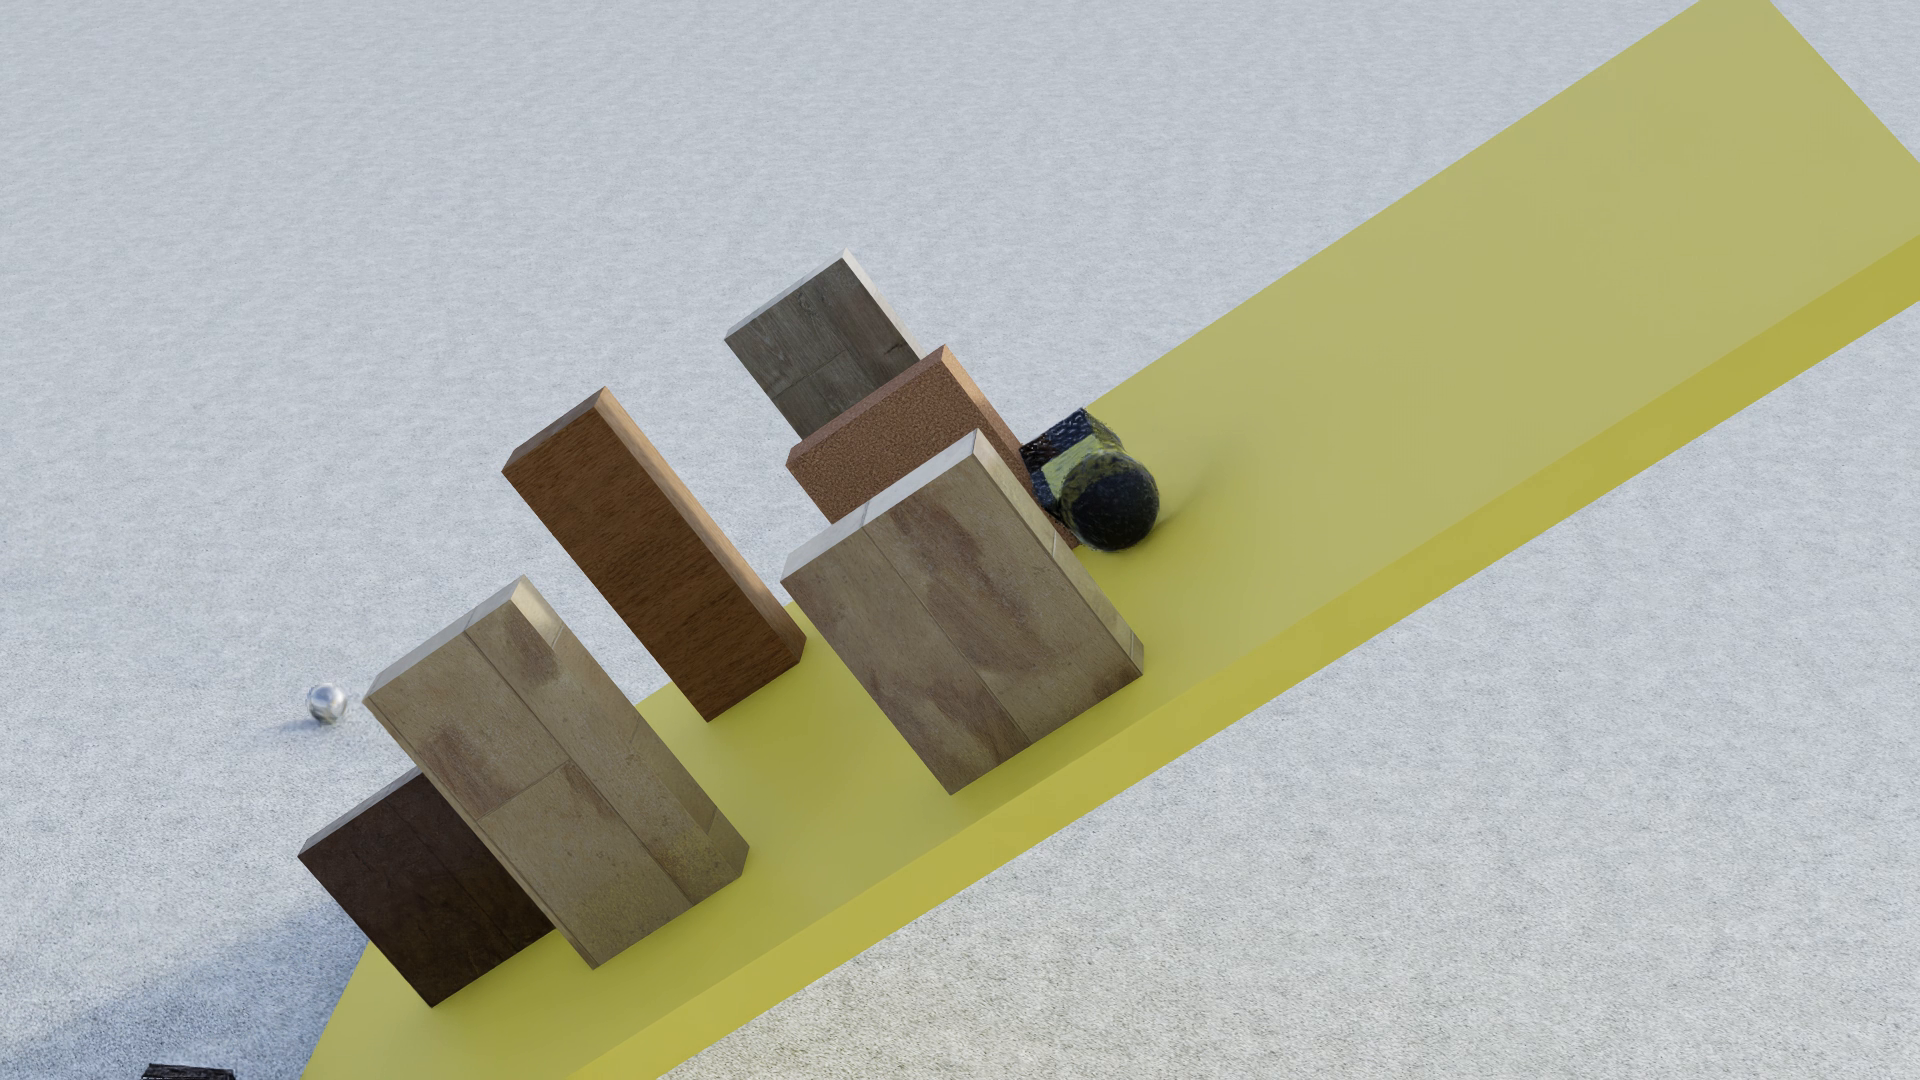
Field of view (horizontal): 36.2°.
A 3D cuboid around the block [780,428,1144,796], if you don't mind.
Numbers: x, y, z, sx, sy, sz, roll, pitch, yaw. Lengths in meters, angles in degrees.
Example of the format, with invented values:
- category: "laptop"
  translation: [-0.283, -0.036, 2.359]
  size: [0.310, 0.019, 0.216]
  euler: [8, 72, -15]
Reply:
- category: "block"
  translation: [0.007, 0.139, 5.504]
  size: [0.444, 0.534, 0.136]
  euler: [-33, 16, 16]

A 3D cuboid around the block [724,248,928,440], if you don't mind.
- category: "block"
  translation: [-0.200, -0.305, 6.928]
  size: [0.347, 0.702, 0.084]
  euler: [-33, 16, 16]

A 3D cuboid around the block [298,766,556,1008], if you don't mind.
- category: "block"
  translation: [-1.149, 0.746, 6.470]
  size: [0.402, 0.460, 0.082]
  euler: [-33, 16, 16]

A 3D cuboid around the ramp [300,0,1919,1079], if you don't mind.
- category: "ramp"
  translation: [0.132, 0.176, 6.313]
  size: [4.000, 0.100, 2.000]
  euler: [-33, 16, 16]

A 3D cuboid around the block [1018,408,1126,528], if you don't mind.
- category: "block"
  translation: [0.262, -0.143, 6.310]
  size: [0.168, 0.168, 0.168]
  euler: [-33, 53, 17]

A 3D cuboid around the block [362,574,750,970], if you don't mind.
- category: "block"
  translation: [-0.814, 0.477, 5.969]
  size: [0.390, 0.741, 0.130]
  euler: [-33, 16, 16]

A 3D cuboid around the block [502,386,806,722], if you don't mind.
- category: "block"
  translation: [-0.715, 0.038, 6.940]
  size: [0.279, 0.780, 0.148]
  euler: [-33, 16, 16]

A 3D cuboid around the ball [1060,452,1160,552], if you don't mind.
- category: "ball"
  translation: [0.310, -0.080, 6.080]
  size: [0.205, 0.205, 0.205]
  euler: [0, 22, 0]

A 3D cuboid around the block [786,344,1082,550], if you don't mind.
- category: "block"
  translation: [-0.054, -0.096, 6.363]
  size: [0.417, 0.509, 0.109]
  euler: [-33, 16, 16]

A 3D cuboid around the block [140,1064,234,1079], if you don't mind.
- category: "block"
  translation: [-1.729, 1.302, 6.528]
  size: [0.190, 0.190, 0.190]
  euler: [4, 22, 3]

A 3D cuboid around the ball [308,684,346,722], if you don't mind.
- category: "ball"
  translation: [-1.865, 0.482, 8.675]
  size: [0.111, 0.111, 0.111]
  euler: [0, 22, 0]
